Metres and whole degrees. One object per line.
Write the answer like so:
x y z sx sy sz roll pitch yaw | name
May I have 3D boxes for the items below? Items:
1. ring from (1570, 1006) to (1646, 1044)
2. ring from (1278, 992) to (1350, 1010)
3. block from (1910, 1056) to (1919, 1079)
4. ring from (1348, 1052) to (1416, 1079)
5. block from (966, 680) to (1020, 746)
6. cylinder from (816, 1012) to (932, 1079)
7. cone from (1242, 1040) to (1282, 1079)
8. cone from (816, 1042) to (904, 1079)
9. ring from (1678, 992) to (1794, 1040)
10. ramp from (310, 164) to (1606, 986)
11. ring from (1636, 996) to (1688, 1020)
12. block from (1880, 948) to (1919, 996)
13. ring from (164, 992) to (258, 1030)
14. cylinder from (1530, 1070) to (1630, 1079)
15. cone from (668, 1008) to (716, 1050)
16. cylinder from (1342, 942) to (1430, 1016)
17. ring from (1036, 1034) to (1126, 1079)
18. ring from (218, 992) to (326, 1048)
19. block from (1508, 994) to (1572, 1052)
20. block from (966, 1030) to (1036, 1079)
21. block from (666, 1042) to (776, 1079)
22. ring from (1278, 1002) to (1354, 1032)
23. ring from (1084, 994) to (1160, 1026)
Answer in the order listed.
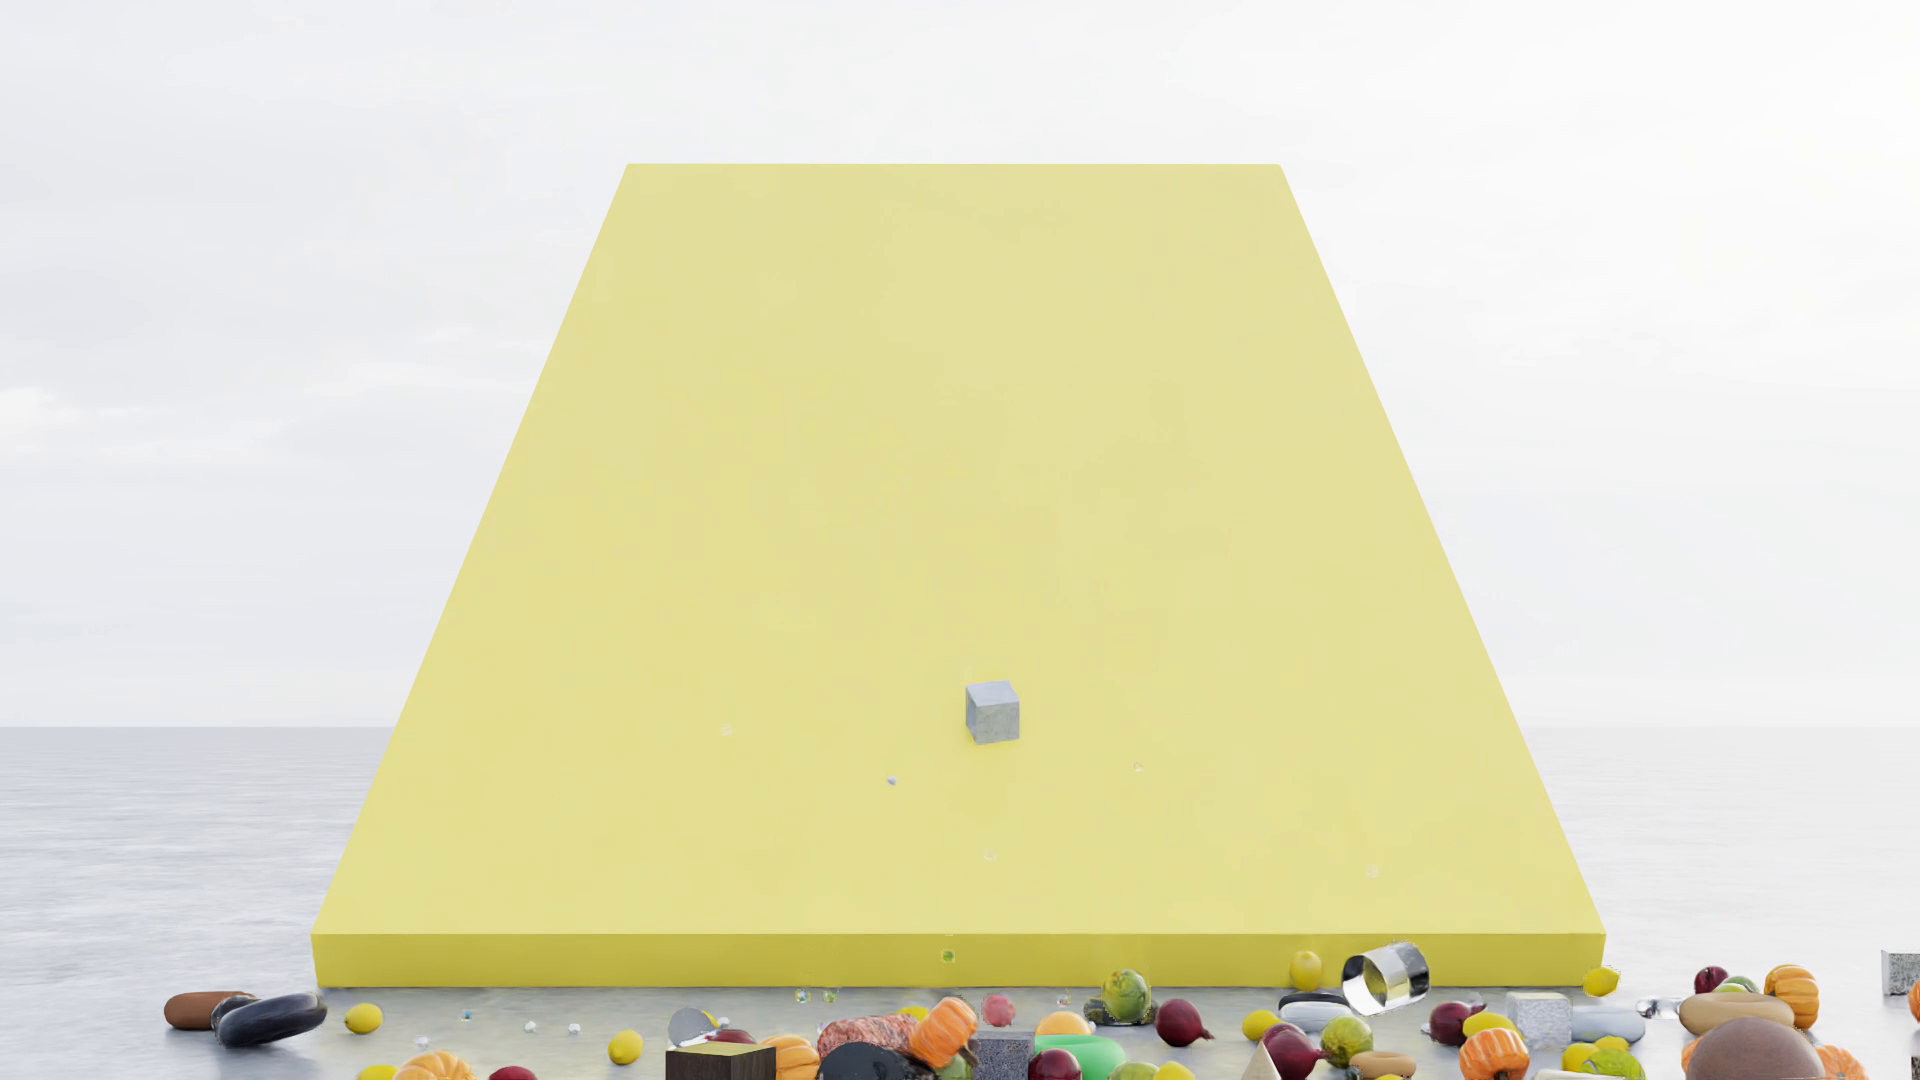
0.833 0.632 3.071 0.117 0.039 0.117 1 -4 0 | ring
0.492 0.649 3.272 0.100 0.033 0.100 1 -4 0 | ring
0.966 0.539 2.220 0.094 0.094 0.094 1 -4 -10 | block
0.493 0.613 2.750 0.078 0.026 0.078 -1 -4 0 | ring
0.057 0.305 4.166 0.079 0.079 0.079 -7 27 -13 | block
-0.095 0.568 2.585 0.091 0.091 0.091 -4 -6 43 | cylinder
0.323 0.572 2.528 0.074 0.074 0.074 0 -4 0 | cone
-0.109 0.584 2.468 0.091 0.091 0.091 1 -31 -9 | cone
1.028 0.631 3.124 0.146 0.049 0.146 -1 -3 0 | ring
-0.010 -0.228 5.455 2.000 0.100 4.000 0 26 0 | ramp
0.988 0.653 3.291 0.087 0.029 0.087 0 -6 0 | ring
1.440 0.658 3.585 0.064 0.064 0.064 -1 -4 11 | block
-1.018 0.641 3.213 0.128 0.043 0.128 1 -5 0 | ring
0.583 0.541 2.199 0.085 0.085 0.085 -4 -6 44 | cylinder
-0.348 0.625 2.928 0.067 0.067 0.067 3 -32 -38 | cone
0.594 0.612 3.289 0.086 0.086 0.086 -7 1 -36 | cylinder
0.116 0.598 2.701 0.149 0.050 0.149 -1 -5 0 | ring
-0.870 0.607 2.984 0.136 0.045 0.136 -15 -12 -3 | ring
0.734 0.612 2.990 0.065 0.065 0.065 0 -4 2 | block
0.046 0.581 2.605 0.067 0.067 0.067 -1 -4 8 | block
-0.244 0.559 2.404 0.081 0.081 0.081 -2 -5 30 | block
0.480 0.642 3.177 0.100 0.033 0.100 1 -5 0 | ring
0.222 0.646 3.241 0.105 0.035 0.105 1 -5 0 | ring
